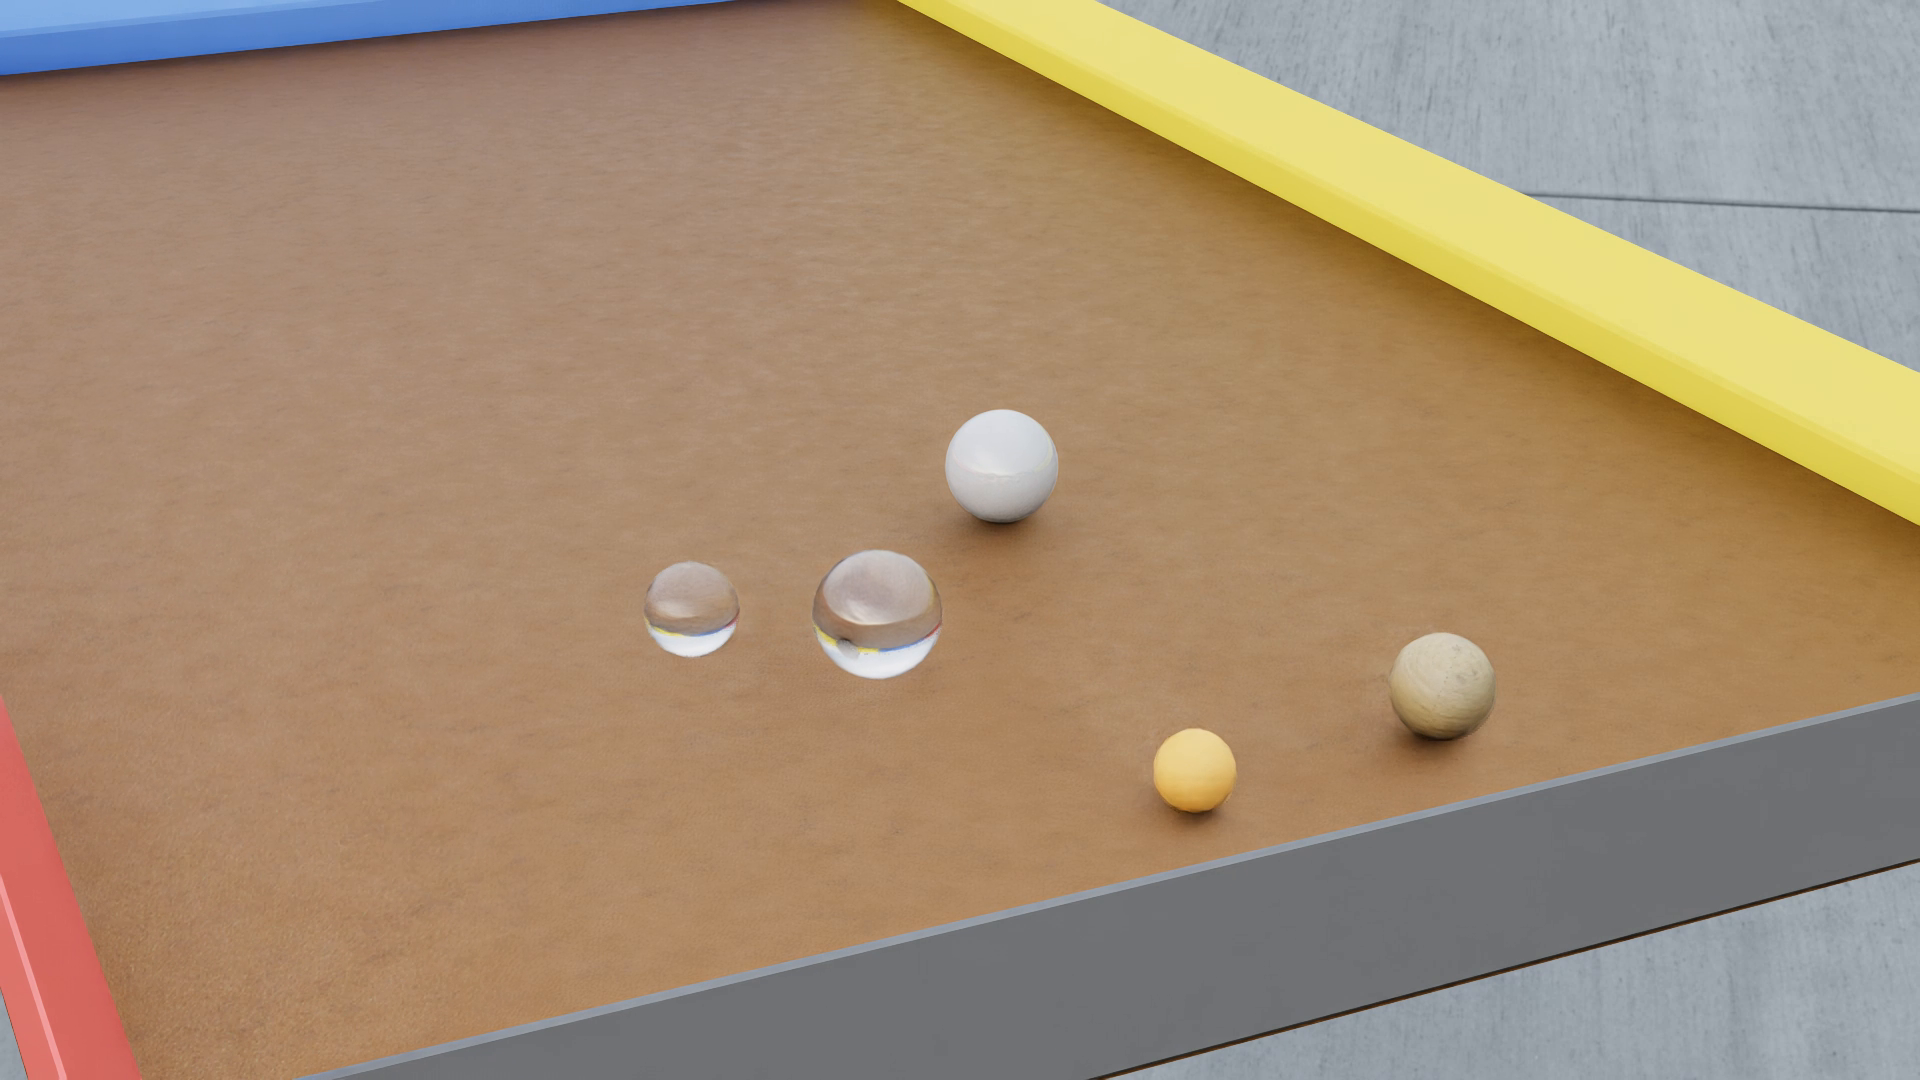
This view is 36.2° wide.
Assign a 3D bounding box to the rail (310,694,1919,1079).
[{"bbox_3d":[0.259,0.201,1.713,1.503,0.121,0.045,-10,25,-23],"label":"rail"}]

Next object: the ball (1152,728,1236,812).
[{"bbox_3d":[0.153,0.150,1.917,0.054,0.054,0.054,0,23,0],"label":"ball"}]

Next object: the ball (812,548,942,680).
[{"bbox_3d":[-0.059,0.053,2.094,0.093,0.093,0.093,0,23,0],"label":"ball"}]

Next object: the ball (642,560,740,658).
[{"bbox_3d":[-0.195,0.050,2.129,0.070,0.070,0.070,0,23,0],"label":"ball"}]

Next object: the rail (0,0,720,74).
[{"bbox_3d":[-0.796,-0.703,3.807,1.503,0.121,0.045,-10,25,-23],"label":"rail"}]

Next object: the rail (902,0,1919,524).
[{"bbox_3d":[0.392,-0.372,3.040,0.045,0.121,2.561,-10,25,-23],"label":"rail"}]

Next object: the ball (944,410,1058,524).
[{"bbox_3d":[0.034,-0.059,2.355,0.091,0.091,0.091,0,23,0],"label":"ball"}]

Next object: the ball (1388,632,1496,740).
[{"bbox_3d":[0.329,0.100,2.010,0.073,0.073,0.073,0,23,0],"label":"ball"}]

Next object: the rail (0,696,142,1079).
[{"bbox_3d":[-0.929,-0.130,2.479,0.045,0.121,2.561,-10,25,-23],"label":"rail"}]
